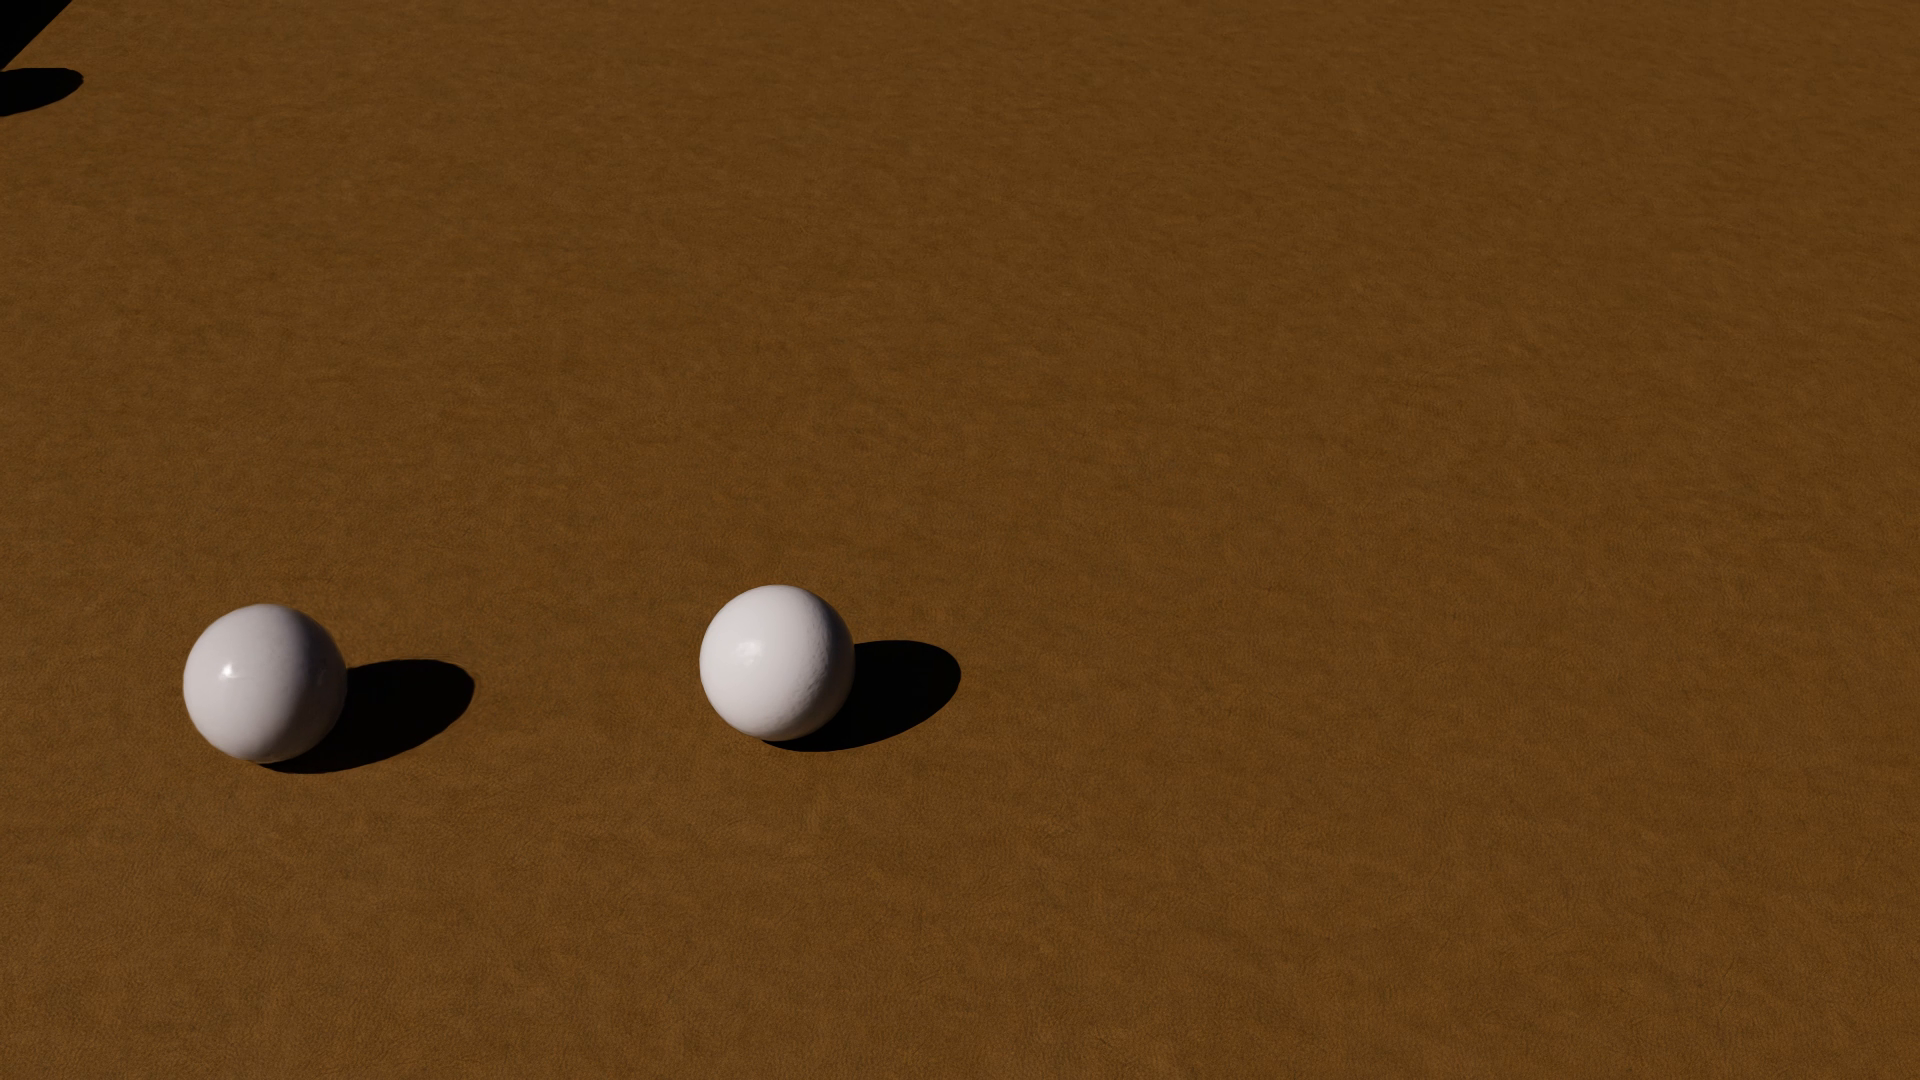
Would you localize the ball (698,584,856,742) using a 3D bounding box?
[{"bbox_3d":[-0.110,0.074,1.547,0.095,0.095,0.095,0,36,0],"label":"ball"}]

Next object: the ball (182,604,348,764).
[{"bbox_3d":[-0.414,0.086,1.531,0.095,0.095,0.095,0,36,0],"label":"ball"}]
